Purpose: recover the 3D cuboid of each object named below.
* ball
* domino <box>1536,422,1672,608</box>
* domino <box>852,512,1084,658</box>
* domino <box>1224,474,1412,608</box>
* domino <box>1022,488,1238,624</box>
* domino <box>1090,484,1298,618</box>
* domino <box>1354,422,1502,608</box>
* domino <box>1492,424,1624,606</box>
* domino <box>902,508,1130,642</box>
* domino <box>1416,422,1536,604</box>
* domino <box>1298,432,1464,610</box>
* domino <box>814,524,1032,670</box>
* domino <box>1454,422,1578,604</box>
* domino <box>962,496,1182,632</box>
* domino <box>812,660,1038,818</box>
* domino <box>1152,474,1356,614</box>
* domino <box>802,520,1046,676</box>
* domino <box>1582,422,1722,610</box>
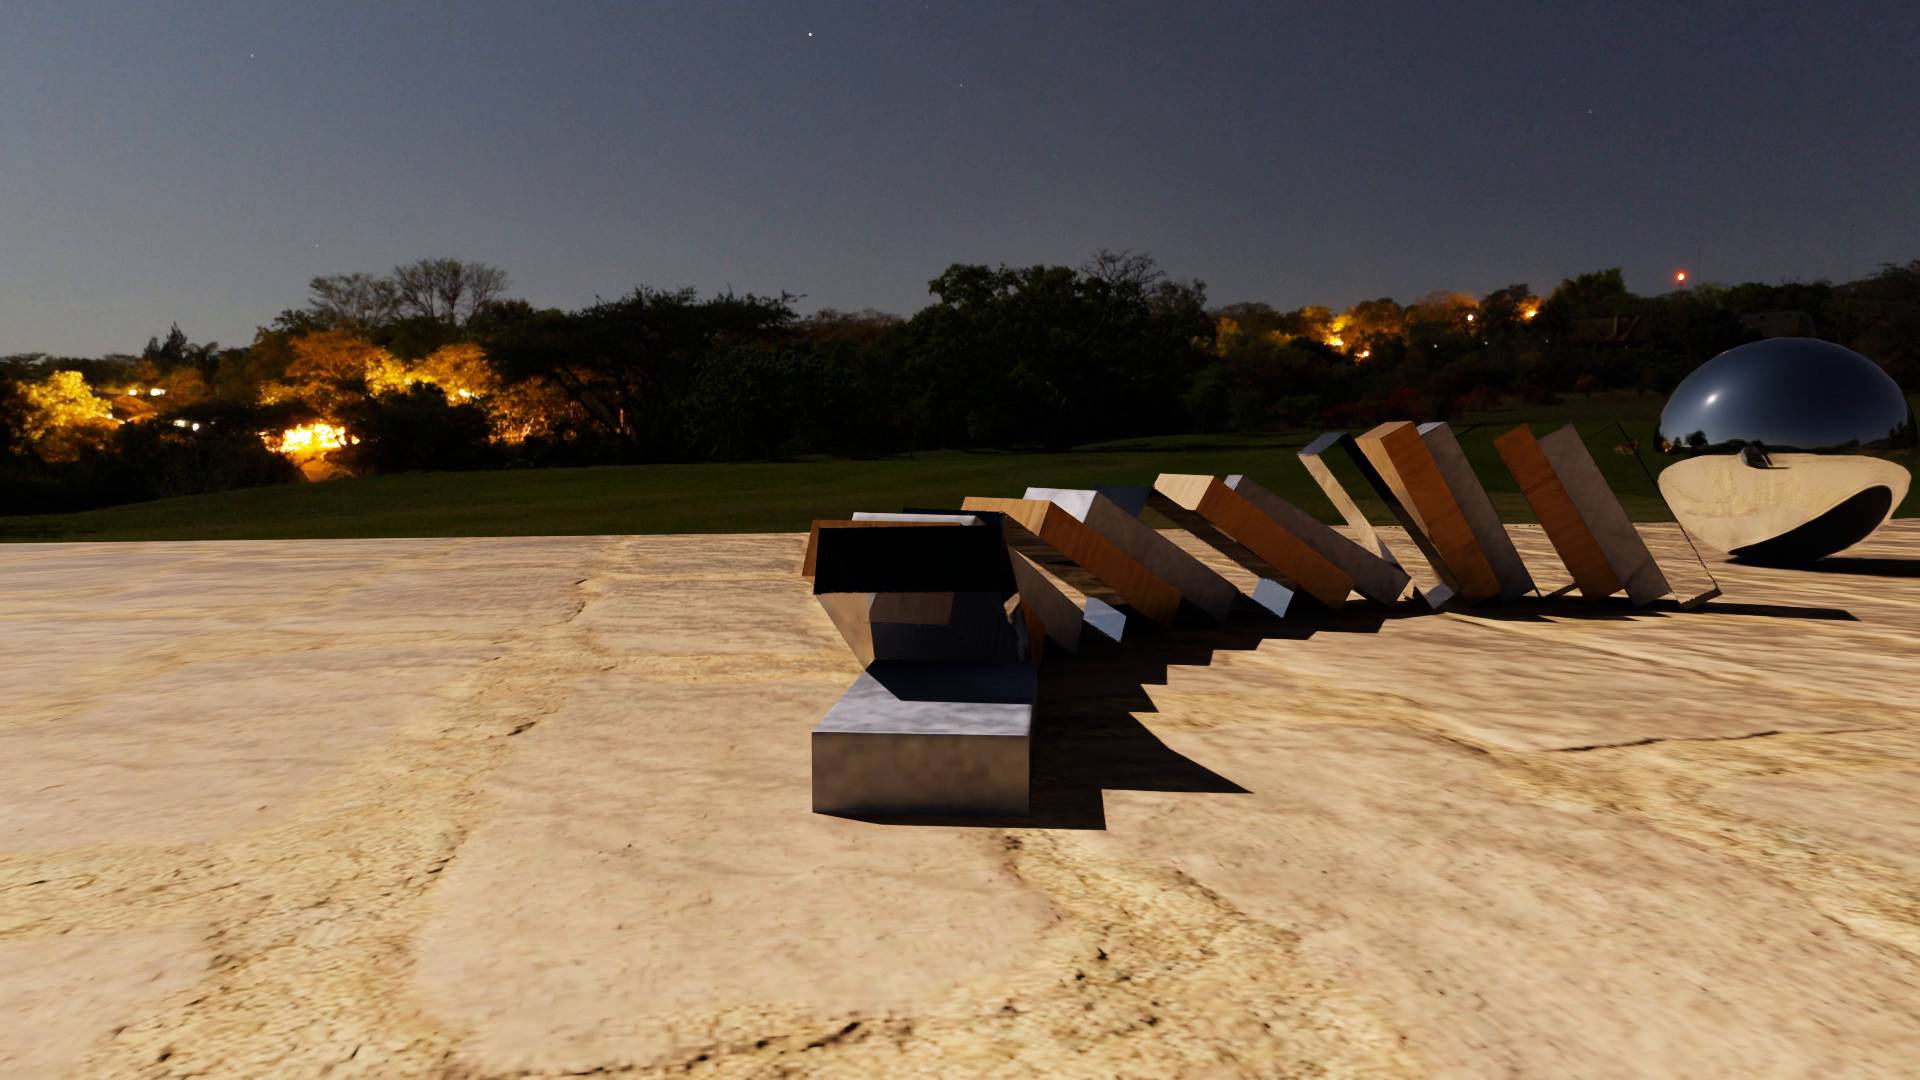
[{"bbox_3d":[0.291,-0.032,0.456,0.080,0.080,0.080,0,4,0],"label":"ball"},{"bbox_3d":[0.173,-0.007,0.345,0.009,0.050,0.025,-31,-10,25],"label":"domino"},{"bbox_3d":[0.002,0.009,0.243,0.025,0.010,0.050,2,-21,30],"label":"domino"},{"bbox_3d":[0.092,0.000,0.340,0.050,0.009,0.025,31,4,2],"label":"domino"},{"bbox_3d":[0.039,0.004,0.302,0.050,0.009,0.025,31,-14,-32],"label":"domino"},{"bbox_3d":[0.056,0.003,0.315,0.050,0.009,0.025,30,-10,-25],"label":"domino"},{"bbox_3d":[0.125,-0.008,0.345,0.009,0.050,0.025,-29,2,4],"label":"domino"},{"bbox_3d":[0.163,-0.008,0.352,0.010,0.050,0.025,-31,-8,23],"label":"domino"},{"bbox_3d":[0.012,0.008,0.266,0.025,0.009,0.050,3,-20,39],"label":"domino"},{"bbox_3d":[0.137,-0.008,0.351,0.009,0.050,0.025,-29,0,9],"label":"domino"},{"bbox_3d":[0.111,-0.006,0.341,0.009,0.050,0.025,-37,2,5],"label":"domino"},{"bbox_3d":[-0.004,0.012,0.194,0.025,0.010,0.050,-1,-23,8],"label":"domino"},{"bbox_3d":[0.152,-0.008,0.354,0.009,0.050,0.025,-31,-8,23],"label":"domino"},{"bbox_3d":[0.024,0.006,0.285,0.025,0.009,0.050,5,-21,46],"label":"domino"},{"bbox_3d":[-0.003,0.025,0.172,0.025,0.010,0.050,0,4,5],"label":"domino"},{"bbox_3d":[0.073,0.001,0.325,0.050,0.009,0.025,33,-8,-21],"label":"domino"},{"bbox_3d":[-0.004,0.011,0.219,0.025,0.009,0.050,1,-22,21],"label":"domino"},{"bbox_3d":[0.183,-0.007,0.340,0.009,0.050,0.025,-31,-10,25],"label":"domino"}]
